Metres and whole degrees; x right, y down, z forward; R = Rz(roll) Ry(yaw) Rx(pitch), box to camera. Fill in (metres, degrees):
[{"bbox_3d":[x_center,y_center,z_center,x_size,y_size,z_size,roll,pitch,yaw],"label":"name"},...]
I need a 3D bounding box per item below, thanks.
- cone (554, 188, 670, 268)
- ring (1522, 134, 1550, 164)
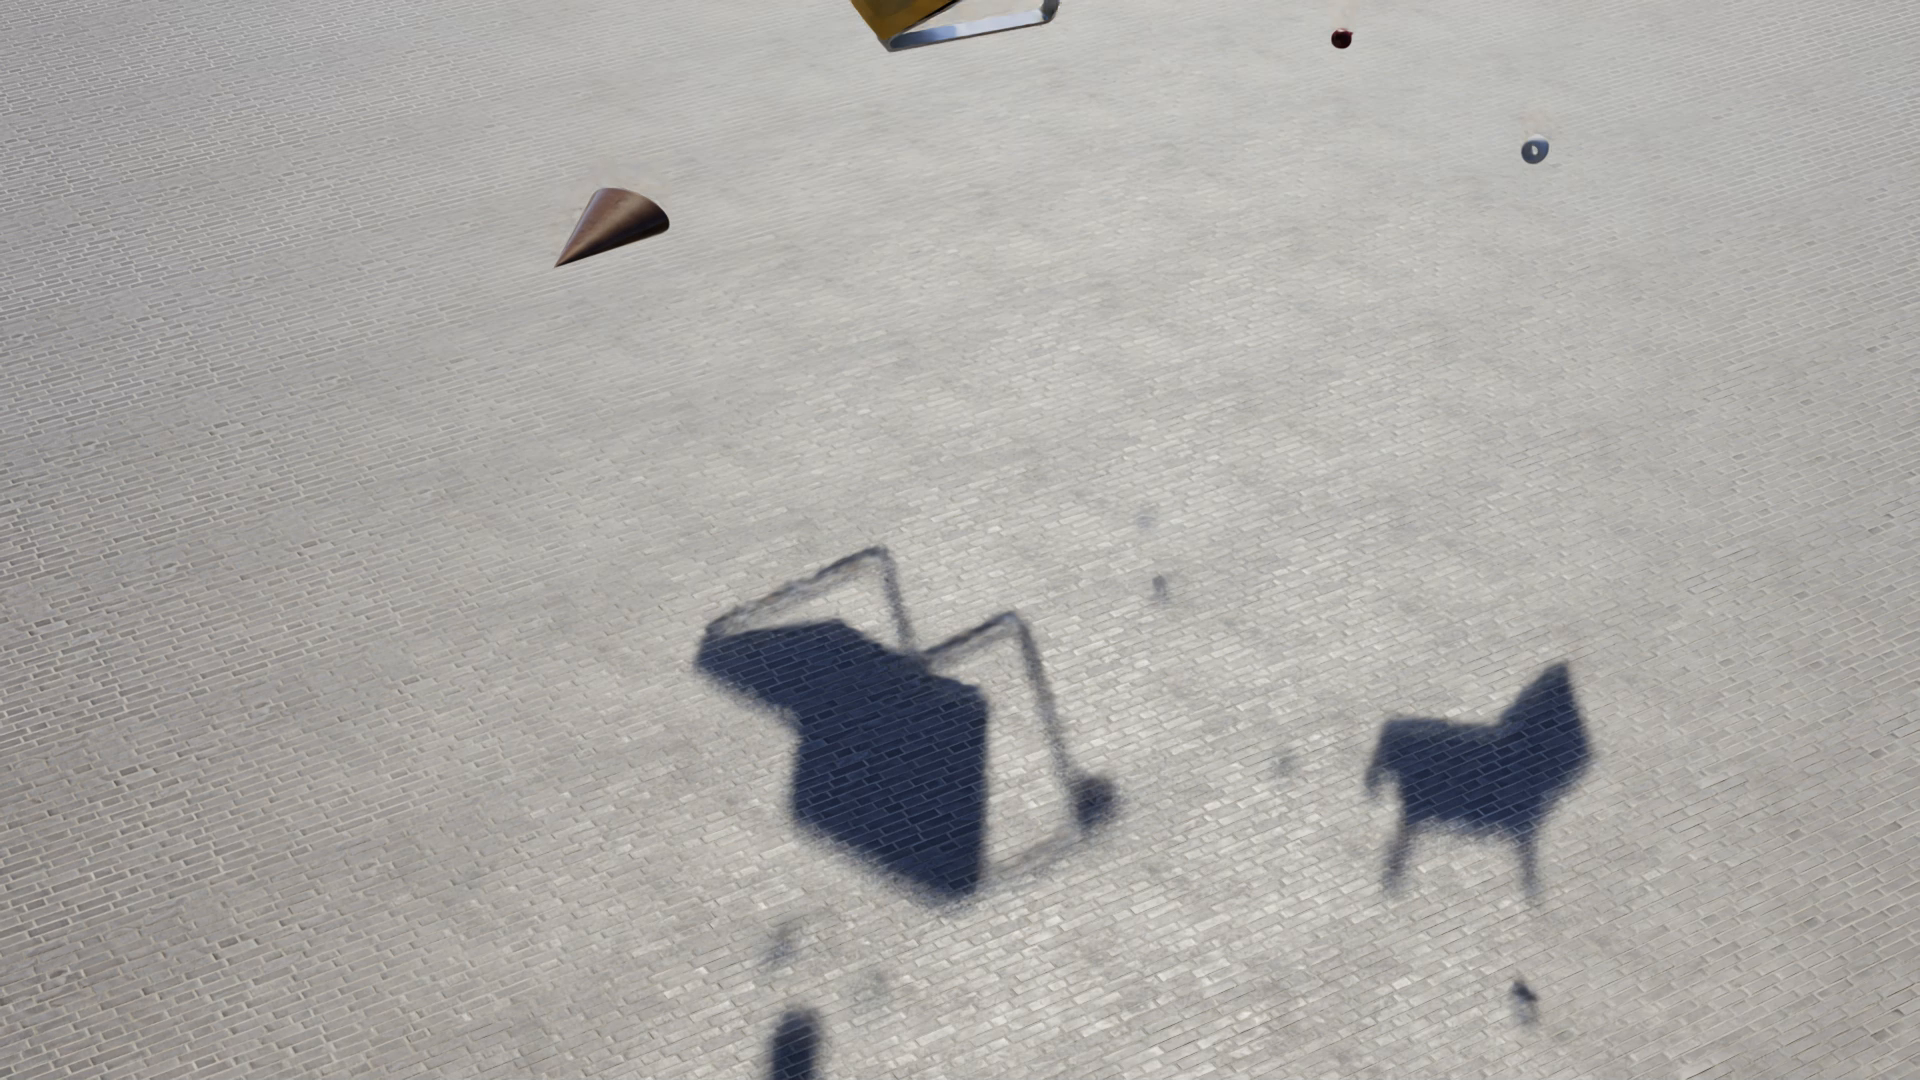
[{"bbox_3d":[-0.972,-0.794,7.748,0.260,0.132,0.337,18,41,26],"label":"cone"},{"bbox_3d":[1.838,-1.249,9.374,0.083,0.101,0.057,38,48,12],"label":"ring"}]
